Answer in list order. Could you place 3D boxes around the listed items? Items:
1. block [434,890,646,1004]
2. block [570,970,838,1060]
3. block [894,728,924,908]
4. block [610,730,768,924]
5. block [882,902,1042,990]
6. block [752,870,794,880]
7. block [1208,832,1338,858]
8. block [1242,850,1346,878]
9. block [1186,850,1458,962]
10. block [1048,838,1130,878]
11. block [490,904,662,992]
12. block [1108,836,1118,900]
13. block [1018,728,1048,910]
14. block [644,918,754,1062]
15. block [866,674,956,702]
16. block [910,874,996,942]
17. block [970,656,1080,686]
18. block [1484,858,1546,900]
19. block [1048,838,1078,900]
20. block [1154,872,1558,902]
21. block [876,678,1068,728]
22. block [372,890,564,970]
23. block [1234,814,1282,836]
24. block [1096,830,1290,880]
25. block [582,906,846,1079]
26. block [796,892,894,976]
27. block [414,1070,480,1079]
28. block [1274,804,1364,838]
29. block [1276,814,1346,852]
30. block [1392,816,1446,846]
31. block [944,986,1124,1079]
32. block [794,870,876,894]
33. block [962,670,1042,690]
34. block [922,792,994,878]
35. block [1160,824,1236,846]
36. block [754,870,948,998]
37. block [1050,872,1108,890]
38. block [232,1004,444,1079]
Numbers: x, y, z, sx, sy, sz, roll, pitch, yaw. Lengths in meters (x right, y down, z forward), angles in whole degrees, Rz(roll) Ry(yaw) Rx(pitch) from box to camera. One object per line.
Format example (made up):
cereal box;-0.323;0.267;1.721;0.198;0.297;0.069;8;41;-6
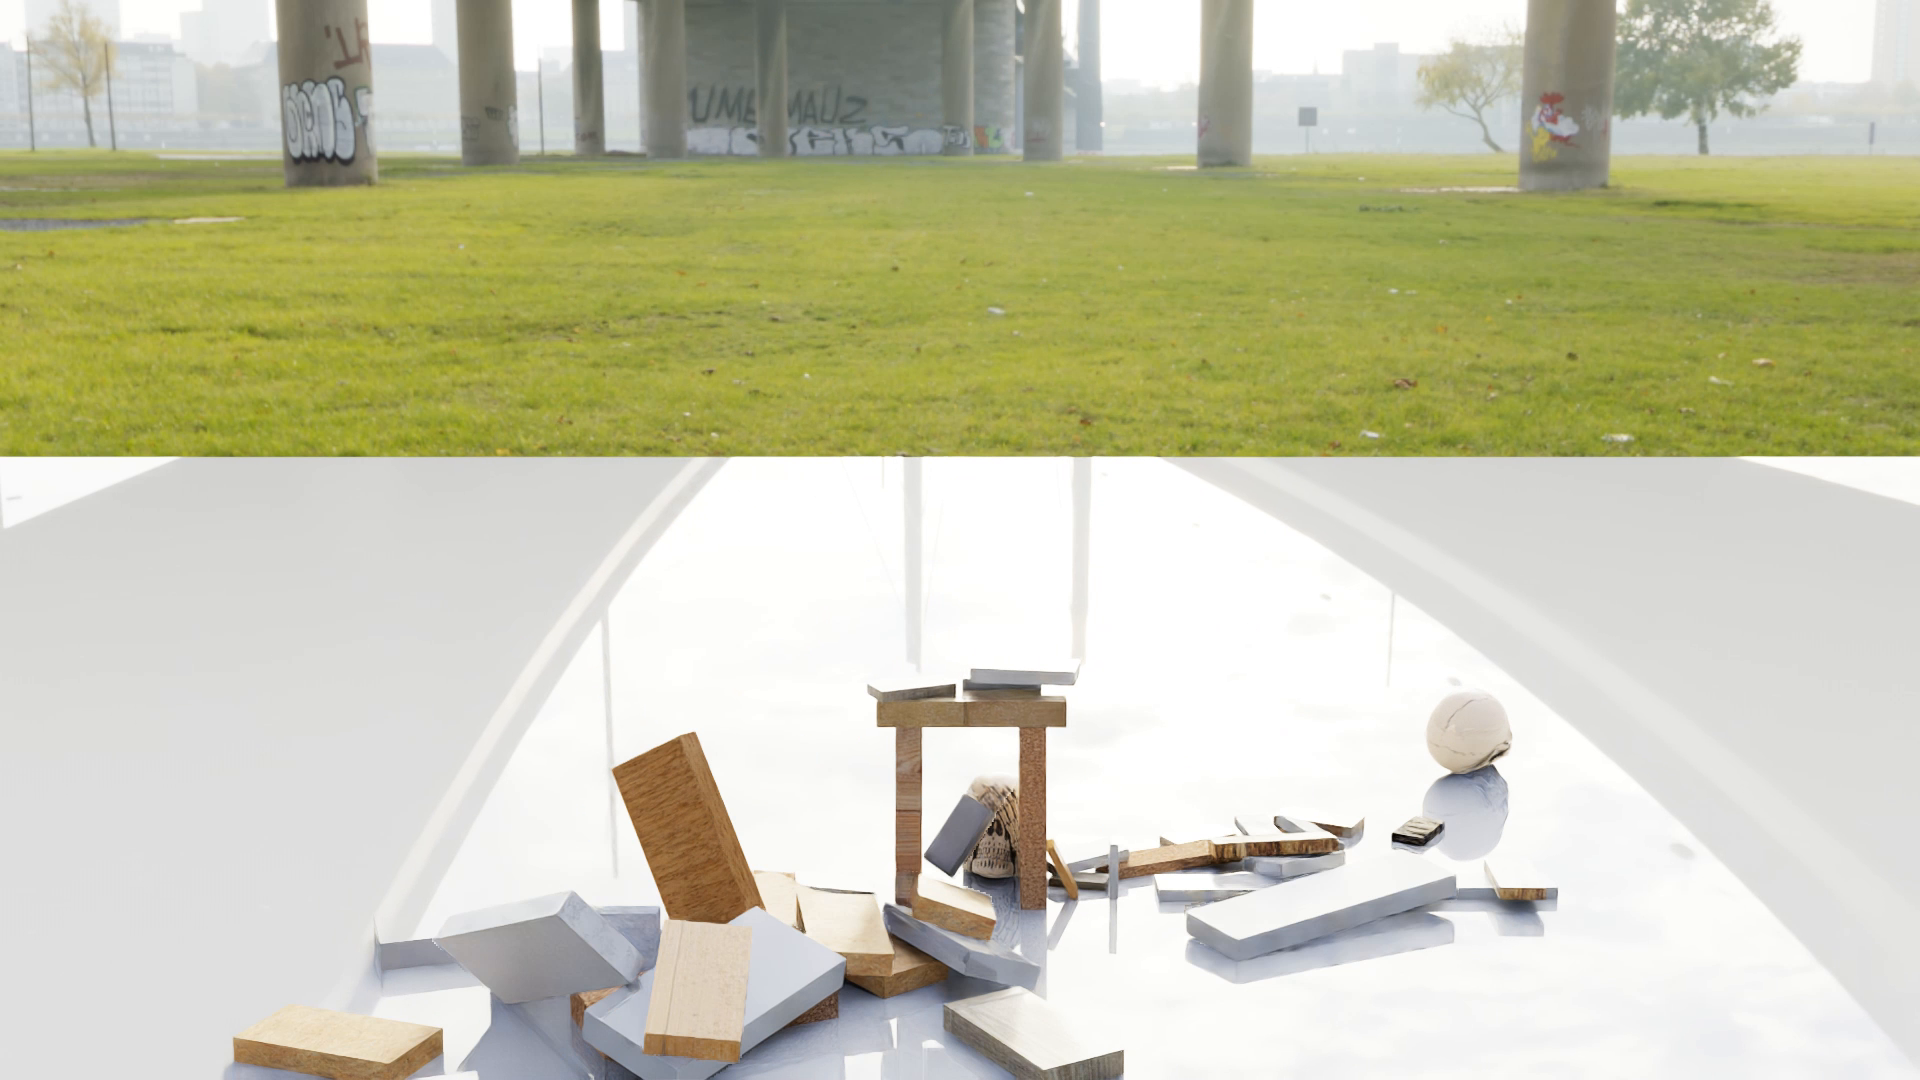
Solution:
block;-0.592;0.574;3.085;0.304;0.152;0.043;-18;32;42
block;-0.367;0.661;3.155;0.345;0.049;0.172;-5;12;-25
block;-0.084;0.439;3.642;0.043;0.307;0.153;0;11;0
block;-0.420;0.466;3.401;0.152;0.304;0.043;-27;-8;31
block;-0.003;0.610;3.313;0.130;0.037;0.259;20;-3;-32
block;-0.318;0.576;3.693;0.131;0.018;0.065;3;11;13
block;0.537;0.524;3.779;0.209;0.024;0.085;-3;-1;-2
block;0.571;0.549;3.753;0.171;0.024;0.086;-2;2;-42
block;0.584;0.583;3.530;0.454;0.037;0.130;-10;16;-30
block;0.211;0.543;3.768;0.142;0.020;0.071;-9;13;-25
block;-0.568;0.604;3.247;0.251;0.126;0.036;0;11;2
block;0.255;0.544;3.655;0.014;0.095;0.048;0;11;2
block;0.121;0.439;3.639;0.043;0.307;0.153;0;11;1
block;-0.354;0.611;2.996;0.126;0.036;0.251;6;26;-4
block;-0.079;0.241;3.575;0.131;0.019;0.066;-5;12;-25
block;-0.012;0.573;3.438;0.122;0.035;0.245;18;-1;-2
block;0.108;0.215;3.601;0.171;0.024;0.085;2;11;9
block;0.920;0.562;3.649;0.074;0.021;0.149;1;11;3
block;0.170;0.546;3.655;0.014;0.095;0.048;-26;9;5
block;0.659;0.579;3.670;0.661;0.021;0.074;0;11;-1
block;0.019;0.266;3.610;0.307;0.043;0.153;0;11;0
block;-0.757;0.609;3.446;0.304;0.043;0.152;-4;11;-19
block;0.531;0.515;3.918;0.058;0.016;0.115;-1;11;-7
block;0.422;0.548;3.840;0.384;0.020;0.071;-5;11;-24
block;-0.336;0.635;3.049;0.172;0.049;0.345;24;30;30
block;-0.176;0.591;3.311;0.122;0.035;0.245;4;11;-10
block;-0.653;0.749;2.678;0.172;0.049;0.345;-4;11;-19
block;0.656;0.514;4.019;0.149;0.021;0.074;6;12;29
block;0.621;0.521;3.902;0.071;0.020;0.142;18;3;-16
block;0.828;0.526;3.970;0.058;0.016;0.115;7;12;32
block;0.099;0.689;3.038;0.130;0.037;0.259;-6;12;-30
block;-0.209;0.574;3.645;0.131;0.018;0.065;7;13;-9
block;0.069;0.230;3.634;0.131;0.019;0.066;0;11;0
block;-0.003;0.502;3.733;0.066;0.131;0.019;30;-6;40
block;0.425;0.533;3.929;0.128;0.016;0.058;-6;12;-28
block;-0.209;0.608;3.422;0.122;0.035;0.446;-9;16;-40
block;0.202;0.575;3.715;0.095;0.014;0.048;3;11;15
block;-0.852;0.693;3.018;0.251;0.036;0.126;4;11;20
